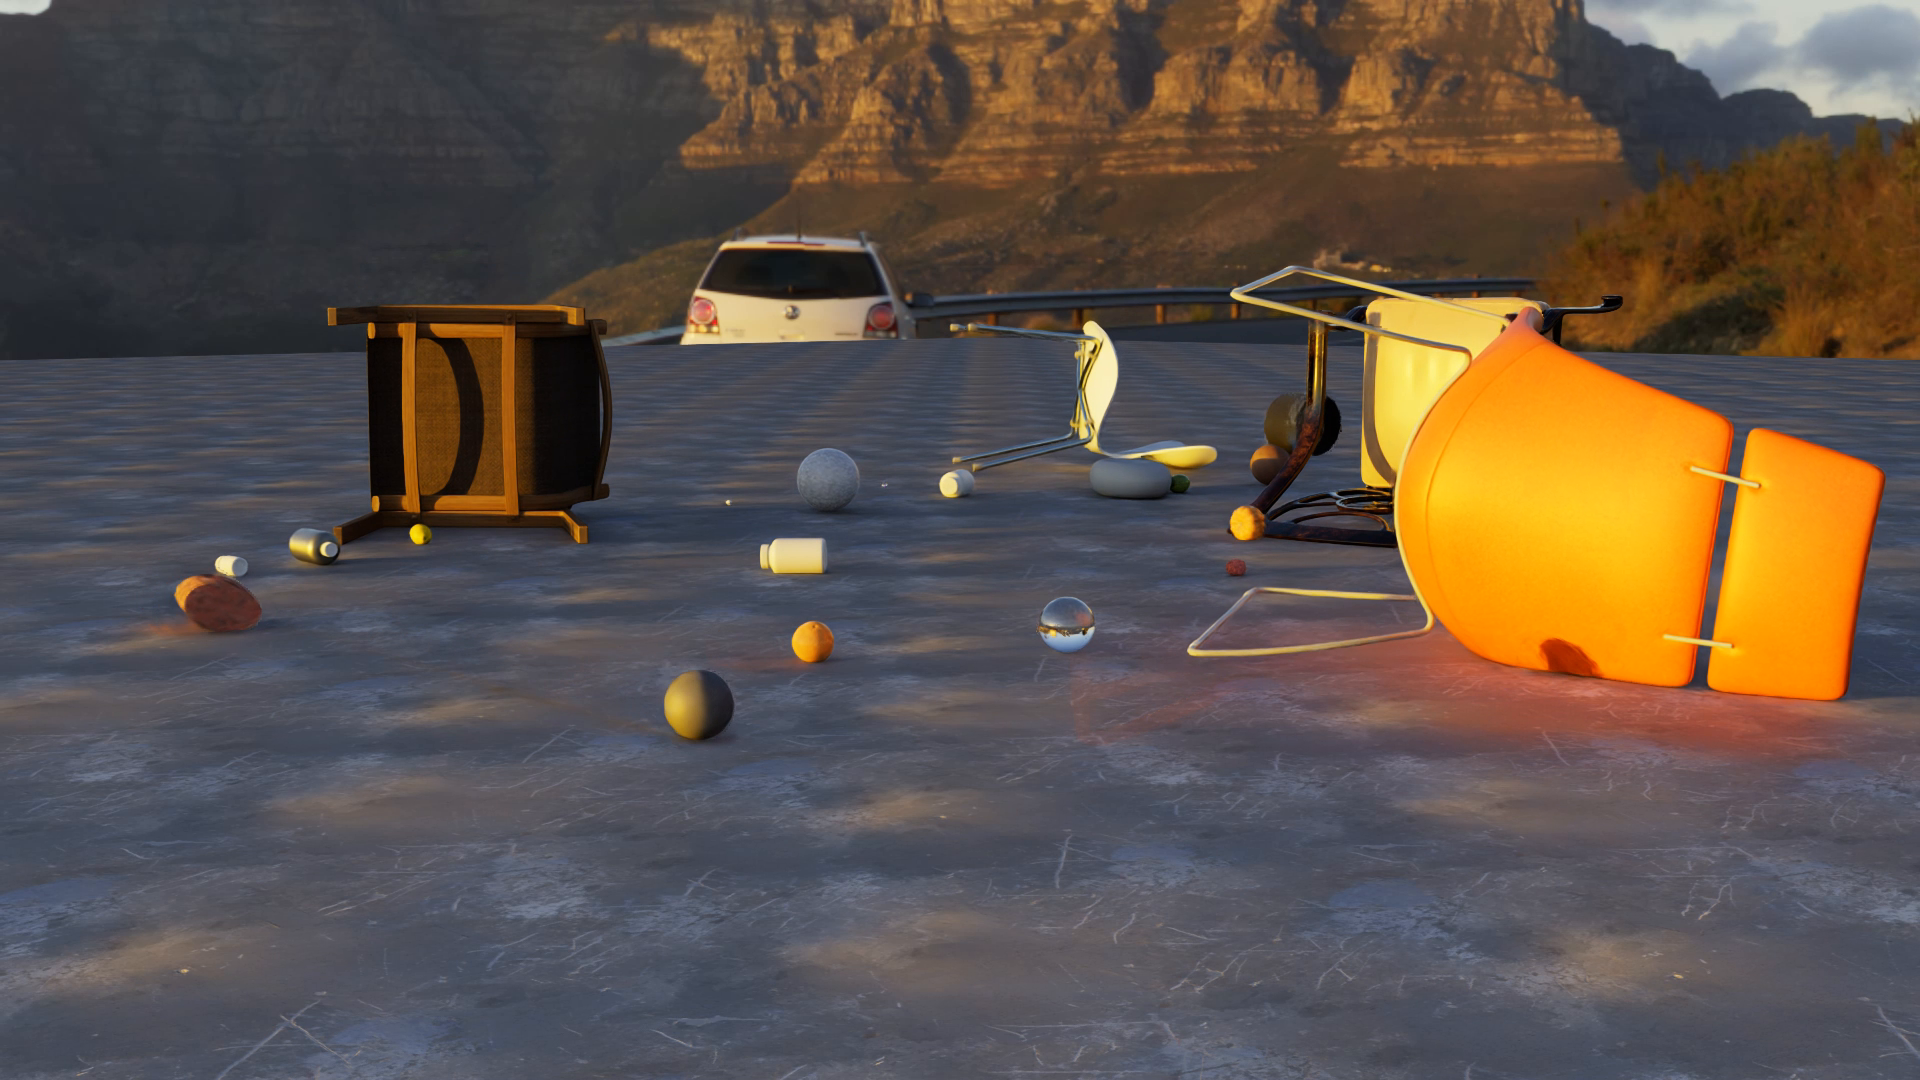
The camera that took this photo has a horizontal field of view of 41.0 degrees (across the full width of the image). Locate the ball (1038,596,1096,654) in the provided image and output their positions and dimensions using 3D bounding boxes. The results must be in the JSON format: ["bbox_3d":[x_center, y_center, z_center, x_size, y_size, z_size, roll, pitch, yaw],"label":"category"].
[{"bbox_3d":[0.187,0.148,4.487,0.099,0.099,0.099,0,6,0],"label":"ball"}]

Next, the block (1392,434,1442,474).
[{"bbox_3d":[1.533,-0.287,8.603,0.141,0.122,0.128,2,6,18],"label":"block"}]

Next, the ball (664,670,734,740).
[{"bbox_3d":[-0.372,0.234,3.651,0.100,0.100,0.100,0,6,0],"label":"ball"}]

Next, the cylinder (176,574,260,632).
[{"bbox_3d":[-1.395,0.118,4.819,0.138,0.088,0.163,12,1,-23],"label":"cylinder"}]

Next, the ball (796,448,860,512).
[{"bbox_3d":[-0.369,-0.169,7.191,0.177,0.177,0.177,0,6,0],"label":"ball"}]

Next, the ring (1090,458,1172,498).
[{"bbox_3d":[0.511,-0.185,7.707,0.226,0.105,0.399,0,5,-14],"label":"ring"}]

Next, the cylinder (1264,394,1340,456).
[{"bbox_3d":[1.265,-0.428,9.474,0.235,0.220,0.160,-37,26,-29],"label":"cylinder"}]
